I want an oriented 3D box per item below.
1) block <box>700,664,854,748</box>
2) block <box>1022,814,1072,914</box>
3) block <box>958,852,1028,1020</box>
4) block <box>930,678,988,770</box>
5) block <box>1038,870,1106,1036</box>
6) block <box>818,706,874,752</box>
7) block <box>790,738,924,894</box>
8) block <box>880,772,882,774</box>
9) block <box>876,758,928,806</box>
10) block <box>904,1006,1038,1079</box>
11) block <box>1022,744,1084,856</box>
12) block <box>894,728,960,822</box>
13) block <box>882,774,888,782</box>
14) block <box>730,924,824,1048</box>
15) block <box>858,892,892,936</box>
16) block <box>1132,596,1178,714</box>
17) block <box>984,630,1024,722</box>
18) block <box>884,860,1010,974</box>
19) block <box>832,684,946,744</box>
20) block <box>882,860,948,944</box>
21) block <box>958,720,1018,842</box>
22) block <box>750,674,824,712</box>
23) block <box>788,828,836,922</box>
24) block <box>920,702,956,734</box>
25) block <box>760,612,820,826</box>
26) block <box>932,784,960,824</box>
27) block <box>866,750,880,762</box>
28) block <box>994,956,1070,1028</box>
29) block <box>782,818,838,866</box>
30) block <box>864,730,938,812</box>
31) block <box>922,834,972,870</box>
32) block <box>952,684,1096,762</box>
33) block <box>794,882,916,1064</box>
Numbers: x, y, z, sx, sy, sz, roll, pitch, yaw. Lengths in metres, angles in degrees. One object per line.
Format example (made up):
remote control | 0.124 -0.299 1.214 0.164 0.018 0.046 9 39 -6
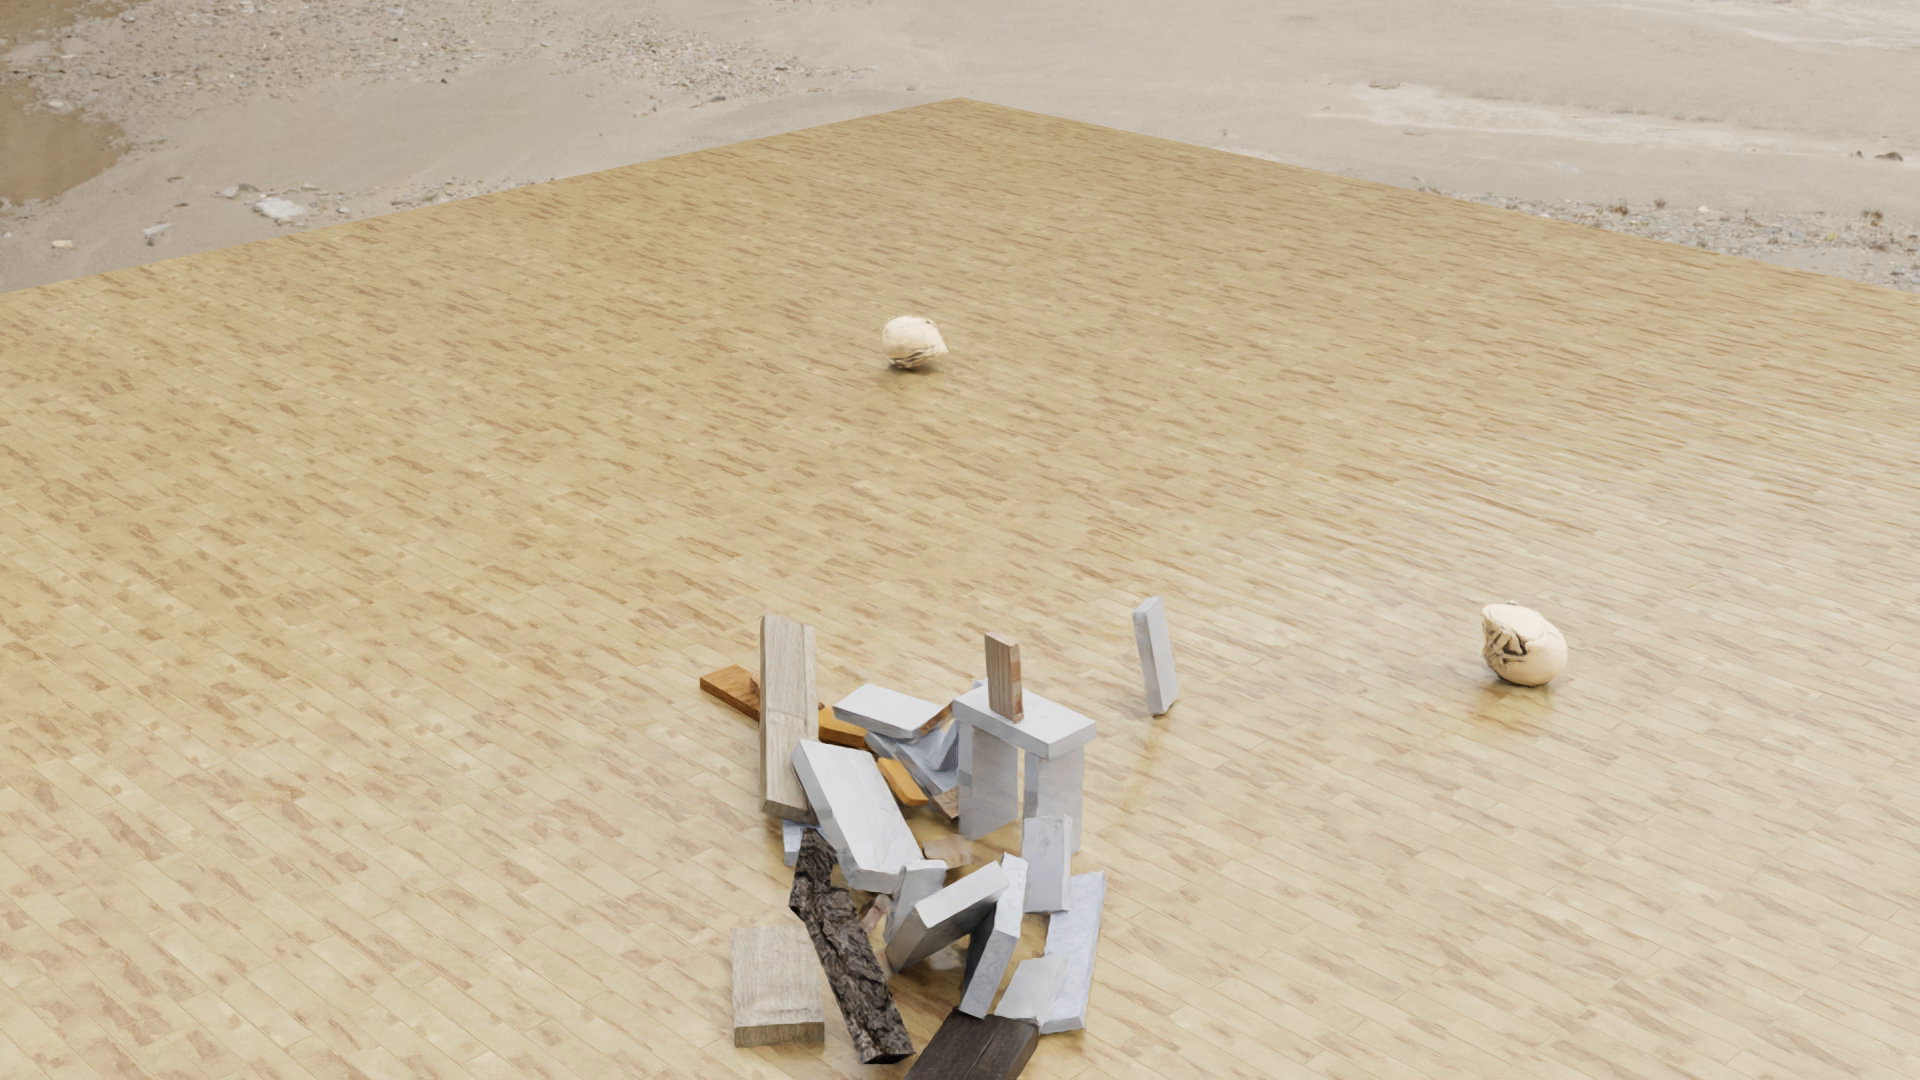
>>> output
block | -0.401 0.375 4.841 0.100 0.028 0.448 -19 30 -38
block | 0.161 0.605 4.097 0.088 0.176 0.025 -9 -24 30
block | 0.060 0.690 3.860 0.046 0.163 0.327 22 15 -1
block | 0.018 0.368 4.404 0.023 0.207 0.080 40 23 31
block | 0.199 0.737 3.962 0.088 0.025 0.472 -12 20 14
block | -0.226 0.402 4.687 0.200 0.028 0.100 10 23 30
block | -0.194 0.539 4.281 0.163 0.046 0.422 14 24 -28
block | -0.156 0.471 4.585 0.052 0.015 0.104 -26 15 -36
block | -0.117 0.487 4.423 0.059 0.017 0.117 13 30 -49
block | -0.062 0.947 3.473 0.151 0.043 0.656 9 25 20
block | 0.180 0.503 4.242 0.130 0.259 0.037 -21 32 -40
block | -0.020 0.478 4.469 0.109 0.031 0.218 -26 60 -39
block | -0.114 0.491 4.563 0.052 0.015 0.104 -21 21 -39
block | -0.324 0.780 3.867 0.151 0.043 0.302 -3 23 -6
block | -0.170 0.680 3.909 0.023 0.166 0.083 37 67 -1
block | 0.432 0.254 4.851 0.033 0.233 0.117 -5 14 24
block | 0.084 0.259 4.181 0.023 0.159 0.080 -19 26 -32
block | -0.026 0.658 3.821 0.163 0.327 0.046 -26 73 -21
block | -0.145 0.357 4.533 0.218 0.031 0.109 14 32 38
block | -0.082 0.656 3.985 0.083 0.166 0.023 0 28 -29
block | 0.057 0.456 4.355 0.037 0.259 0.130 21 31 41
block | -0.382 0.342 4.845 0.100 0.028 0.200 -10 25 -23
block | -0.274 0.628 4.086 0.023 0.083 0.166 -13 46 25
block | -0.025 0.351 4.417 0.059 0.117 0.017 -17 71 -46
block | -0.354 0.361 4.566 0.117 0.033 0.607 18 32 -17
block | 0.005 0.519 4.402 0.117 0.017 0.058 -24 59 -38
block | -0.161 0.452 4.603 0.104 0.015 0.052 -5 15 40
block | 0.123 0.787 3.816 0.088 0.025 0.176 -12 21 26
block | -0.294 0.571 4.373 0.117 0.033 0.233 -2 23 -6
block | -0.084 0.452 4.519 0.109 0.031 0.218 -28 63 -40
block | -0.026 0.600 4.218 0.080 0.023 0.159 -13 6 -5
block | 0.123 0.344 4.239 0.130 0.037 0.259 -21 30 -40
block | -0.176 0.723 3.665 0.043 0.302 0.151 -29 -20 10
